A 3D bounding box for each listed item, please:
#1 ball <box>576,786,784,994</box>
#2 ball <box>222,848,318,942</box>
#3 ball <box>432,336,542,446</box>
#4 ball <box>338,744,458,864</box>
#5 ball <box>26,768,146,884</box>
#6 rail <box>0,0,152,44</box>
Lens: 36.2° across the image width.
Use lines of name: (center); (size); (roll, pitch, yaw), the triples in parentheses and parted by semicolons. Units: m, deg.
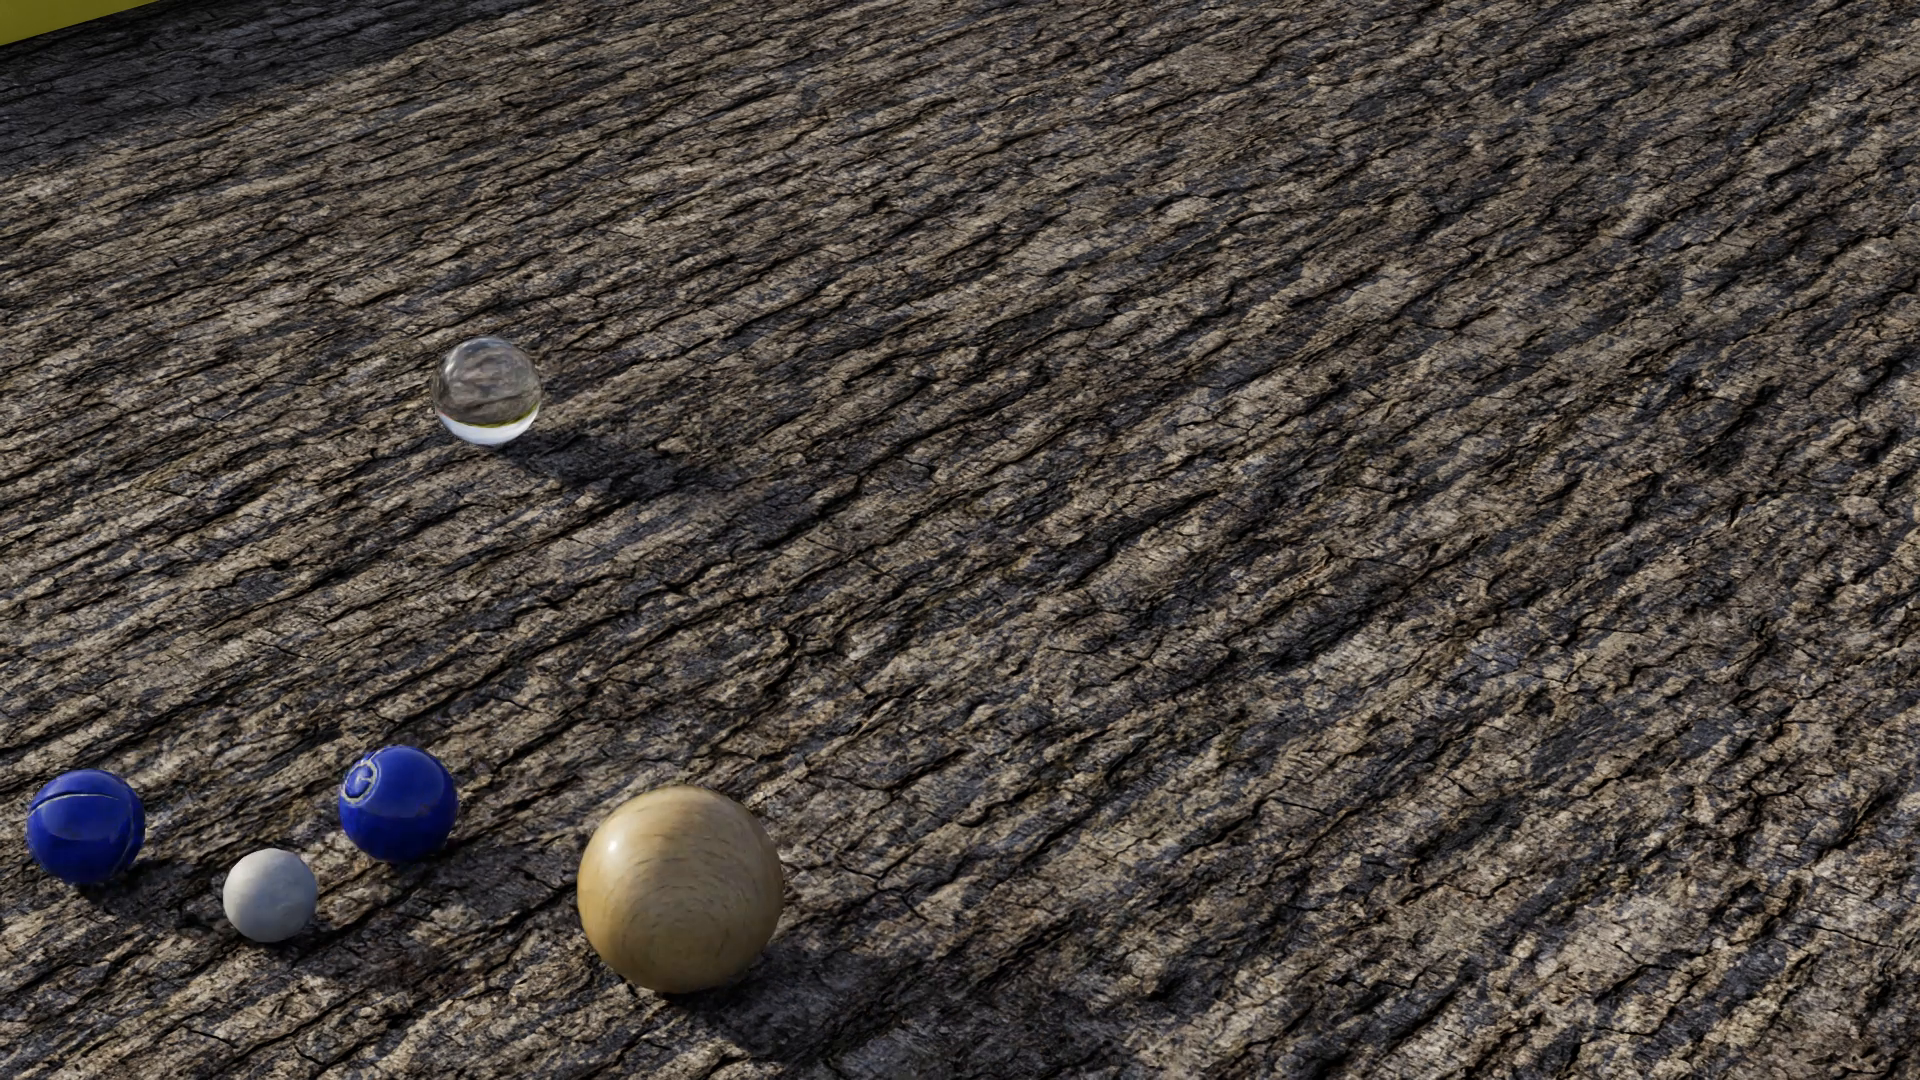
ball: (-0.127, 0.159, 1.337); (0.094, 0.094, 0.094); (0, 28, 0)
ball: (-0.323, 0.166, 1.377); (0.044, 0.044, 0.044); (0, 28, 0)
ball: (-0.297, -0.093, 1.845); (0.069, 0.069, 0.069); (0, 28, 0)
ball: (-0.274, 0.129, 1.434); (0.058, 0.058, 0.058); (0, 28, 0)
ball: (-0.421, 0.138, 1.418); (0.056, 0.056, 0.056); (0, 28, 0)
rail: (-0.260, -0.799, 3.132); (0.045, 0.122, 4.497); (21, 34, 34)
